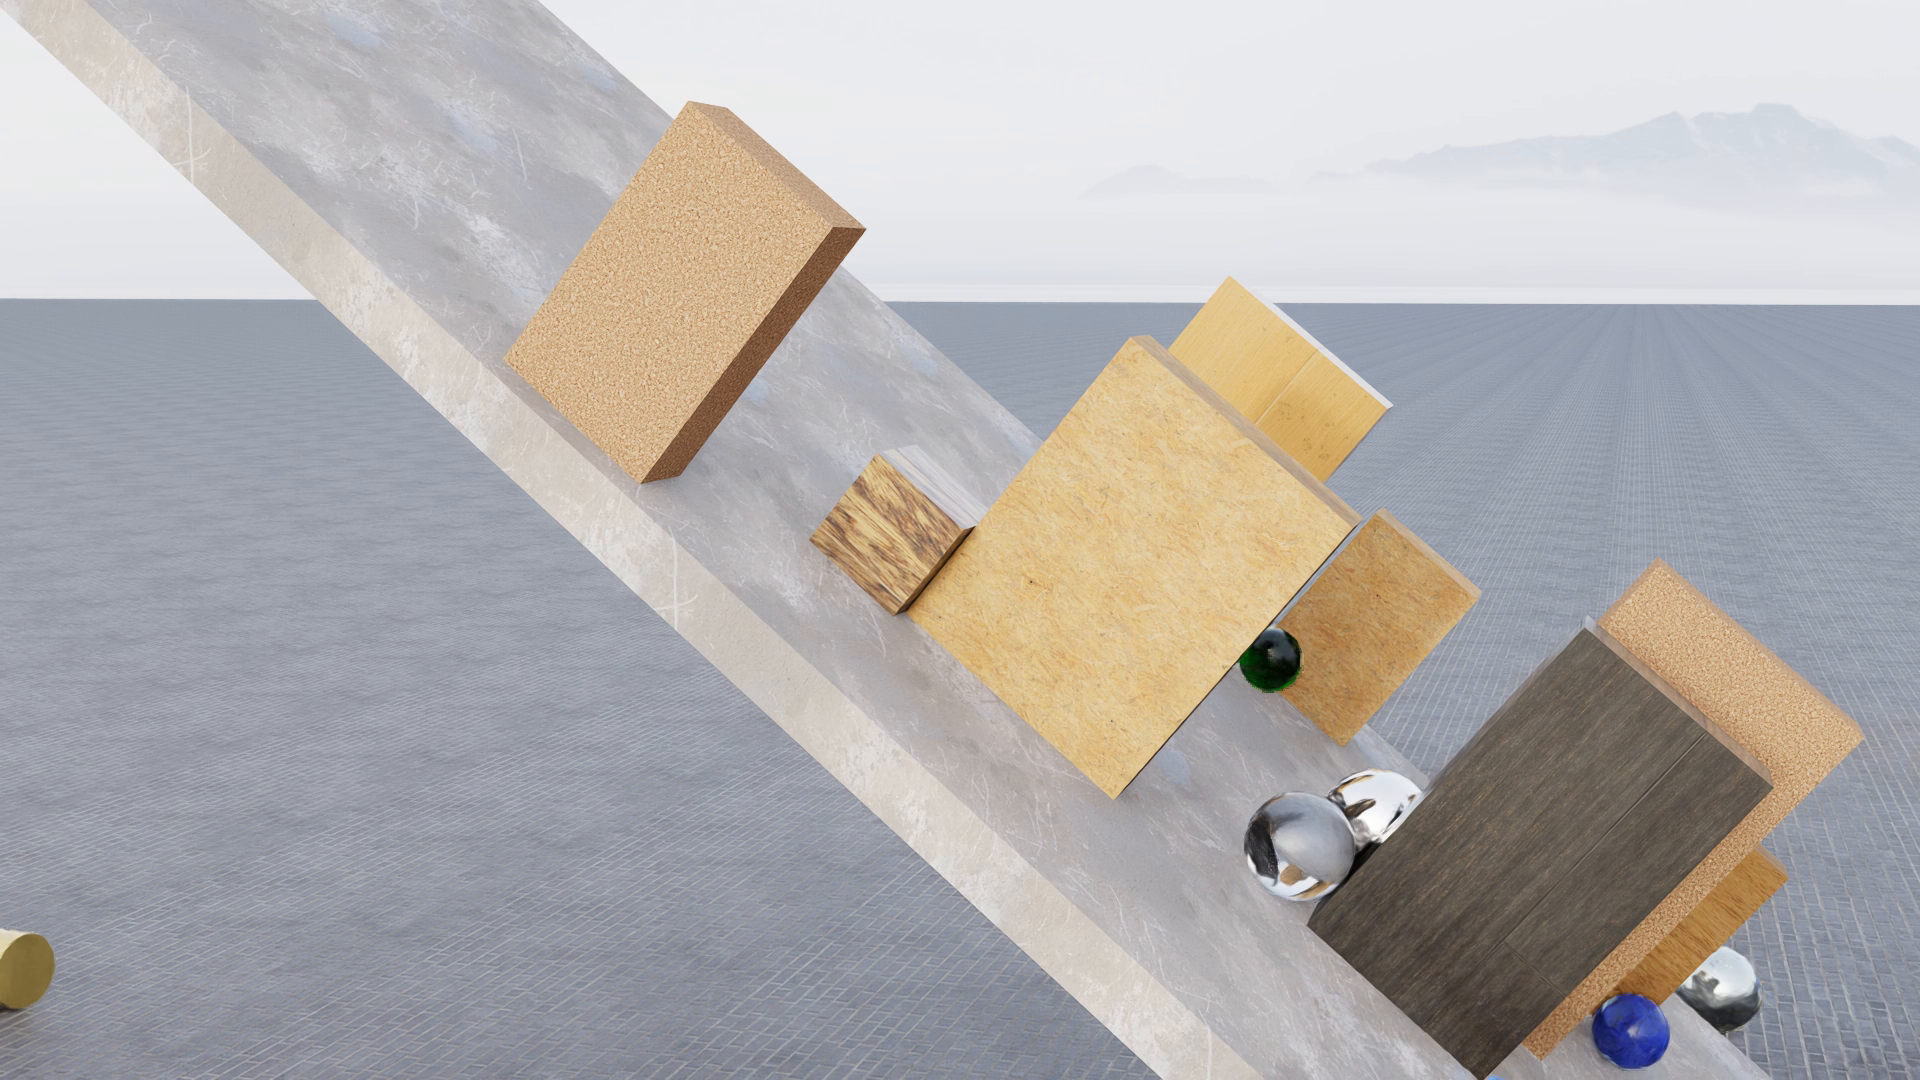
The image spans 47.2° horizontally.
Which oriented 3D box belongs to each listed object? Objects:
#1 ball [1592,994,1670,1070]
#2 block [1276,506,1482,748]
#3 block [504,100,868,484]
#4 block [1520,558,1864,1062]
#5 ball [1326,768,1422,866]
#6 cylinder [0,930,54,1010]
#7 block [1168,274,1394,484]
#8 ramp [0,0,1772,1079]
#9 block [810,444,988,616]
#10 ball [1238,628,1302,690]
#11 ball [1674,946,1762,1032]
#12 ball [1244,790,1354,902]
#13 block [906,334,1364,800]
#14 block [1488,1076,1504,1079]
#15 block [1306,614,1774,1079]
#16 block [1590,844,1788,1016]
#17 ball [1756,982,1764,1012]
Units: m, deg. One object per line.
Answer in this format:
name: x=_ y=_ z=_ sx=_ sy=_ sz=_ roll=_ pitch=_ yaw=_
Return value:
ball: x=1.224 y=0.896 z=4.011 sx=0.136 sy=0.136 sz=0.136 roll=0 pitch=7 yaw=0
block: x=0.841 y=0.181 z=4.588 sx=0.269 sy=0.417 sz=0.129 roll=42 pitch=16 yaw=9
block: x=-0.403 y=-0.358 z=3.210 sx=0.280 sy=0.476 sz=0.141 roll=42 pitch=16 yaw=9
block: x=1.091 y=0.460 z=3.751 sx=0.423 sy=0.768 sz=0.126 roll=42 pitch=16 yaw=9
ball: x=0.705 y=0.485 z=3.721 sx=0.195 sy=0.195 sz=0.195 roll=0 pitch=7 yaw=0
cylinder: x=-2.446 y=1.085 z=5.586 sx=0.189 sy=0.189 sz=0.189 roll=3 pitch=7 yaw=22
block: x=0.469 y=-0.138 z=4.231 sx=0.386 sy=0.639 sz=0.109 roll=42 pitch=16 yaw=9
ramp: x=0.000 y=0.048 z=4.040 sx=4.000 sy=0.100 sz=2.000 roll=42 pitch=16 yaw=9
block: x=-0.088 y=-0.018 z=3.512 sx=0.182 sy=0.182 sz=0.182 roll=42 pitch=16 yaw=9
ball: x=0.634 y=0.243 z=4.488 sx=0.130 sy=0.130 sz=0.130 roll=0 pitch=7 yaw=0
ball: x=1.669 y=0.990 z=4.852 sx=0.187 sy=0.187 sz=0.187 roll=0 pitch=7 yaw=0
ball: x=0.546 y=0.493 z=3.539 sx=0.177 sy=0.177 sz=0.177 roll=0 pitch=7 yaw=0
block: x=0.268 y=0.041 z=3.440 sx=0.441 sy=0.567 sz=0.136 roll=42 pitch=16 yaw=9
block: x=0.797 y=0.868 z=3.197 sx=0.112 sy=0.112 sz=0.112 roll=25 pitch=22 yaw=-41
block: x=0.910 y=0.489 z=3.485 sx=0.364 sy=0.654 sz=0.135 roll=42 pitch=16 yaw=9
block: x=1.260 y=0.652 z=4.190 sx=0.400 sy=0.443 sz=0.097 roll=42 pitch=16 yaw=9
ball: x=1.903 y=1.118 z=5.439 sx=0.157 sy=0.157 sz=0.157 roll=0 pitch=7 yaw=0
